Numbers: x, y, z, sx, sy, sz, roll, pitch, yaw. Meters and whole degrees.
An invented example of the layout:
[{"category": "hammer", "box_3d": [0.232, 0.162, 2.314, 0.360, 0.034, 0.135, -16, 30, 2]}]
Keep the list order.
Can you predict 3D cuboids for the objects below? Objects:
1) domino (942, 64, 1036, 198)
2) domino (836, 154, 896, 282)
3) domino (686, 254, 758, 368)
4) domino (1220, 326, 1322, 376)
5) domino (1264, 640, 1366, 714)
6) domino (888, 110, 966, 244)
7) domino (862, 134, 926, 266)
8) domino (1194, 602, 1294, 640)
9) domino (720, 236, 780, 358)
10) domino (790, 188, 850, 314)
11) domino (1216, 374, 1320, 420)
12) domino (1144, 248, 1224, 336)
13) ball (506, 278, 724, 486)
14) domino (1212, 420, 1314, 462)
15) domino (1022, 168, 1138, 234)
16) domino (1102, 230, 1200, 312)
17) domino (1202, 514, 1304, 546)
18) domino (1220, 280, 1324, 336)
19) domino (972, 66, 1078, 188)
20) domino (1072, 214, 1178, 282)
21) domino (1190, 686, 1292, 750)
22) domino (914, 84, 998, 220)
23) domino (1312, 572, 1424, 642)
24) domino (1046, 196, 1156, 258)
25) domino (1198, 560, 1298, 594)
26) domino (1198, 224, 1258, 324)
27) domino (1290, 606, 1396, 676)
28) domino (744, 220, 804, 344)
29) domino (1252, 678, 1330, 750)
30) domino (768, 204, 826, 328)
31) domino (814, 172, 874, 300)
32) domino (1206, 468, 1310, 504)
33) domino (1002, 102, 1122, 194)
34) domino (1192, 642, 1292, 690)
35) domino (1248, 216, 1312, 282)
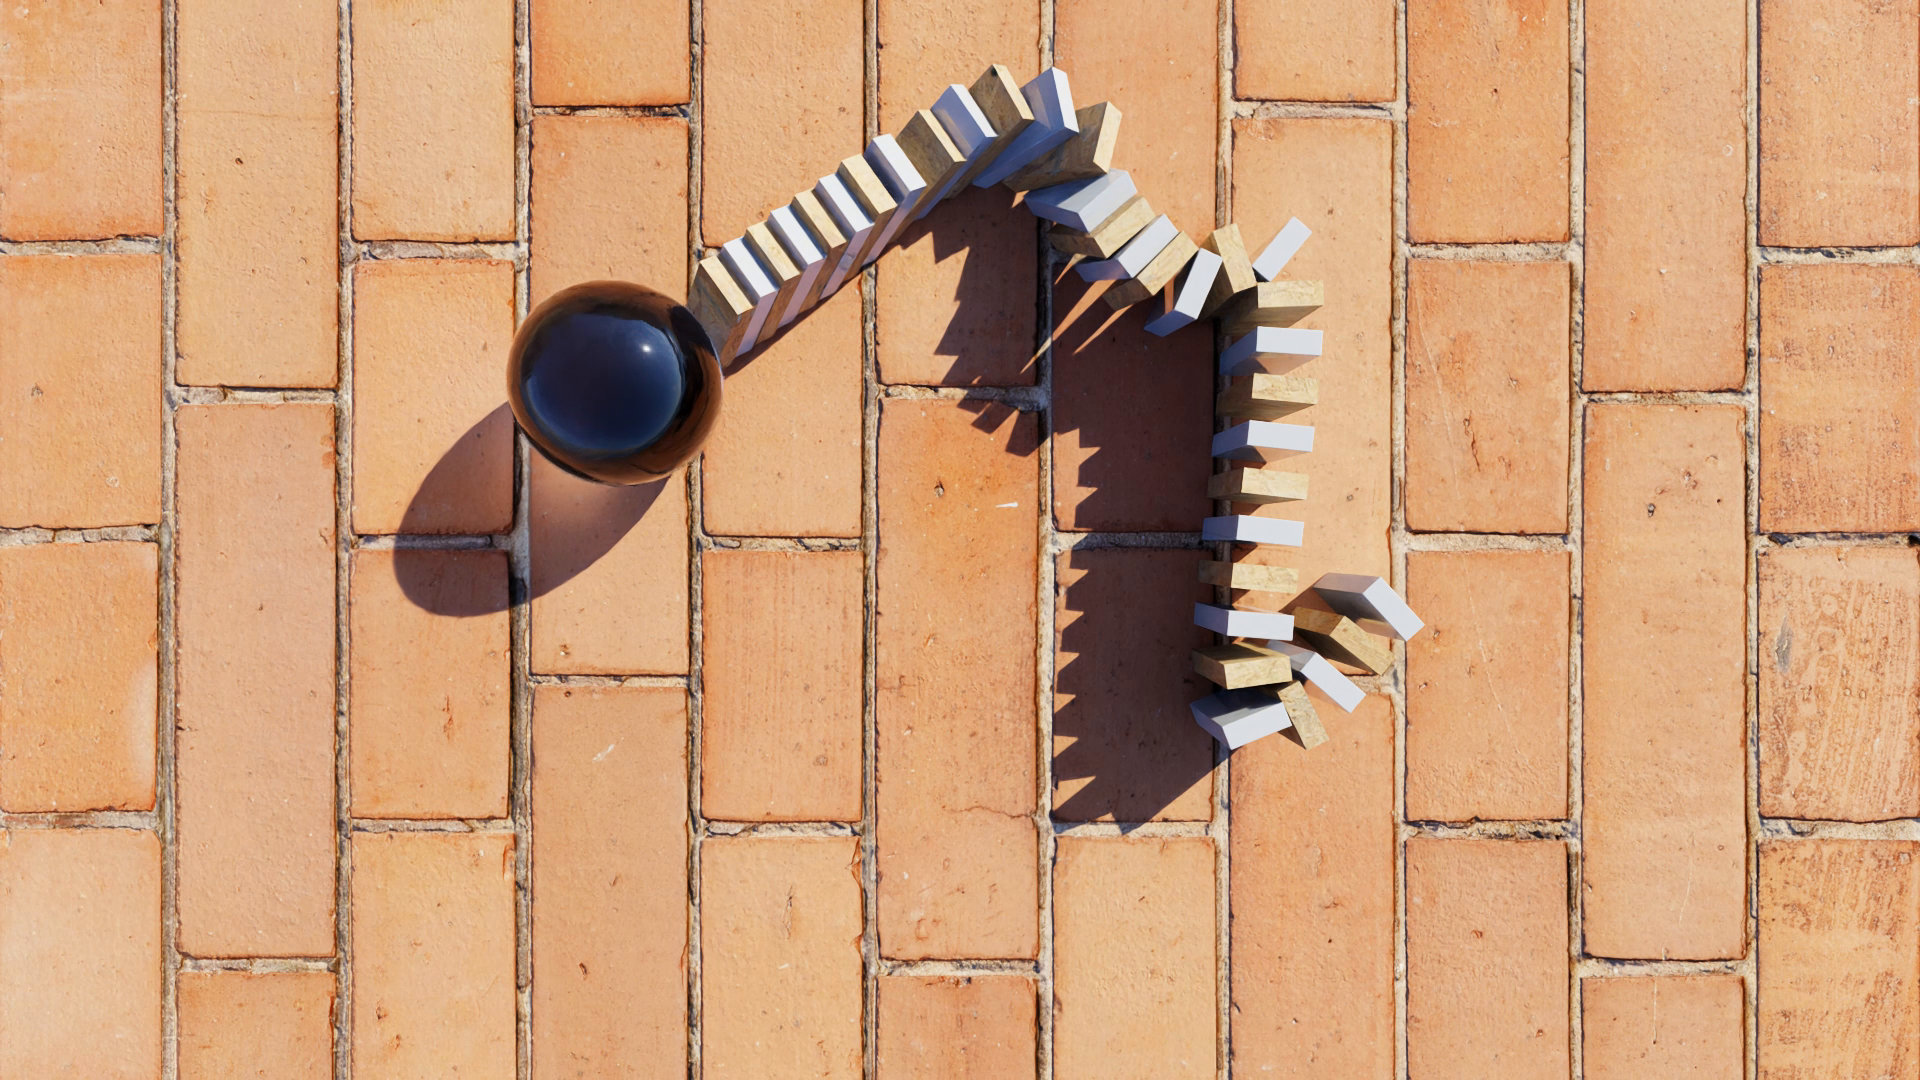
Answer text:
[{"category": "domino", "box_3d": [0.005, -0.168, 0.380, 0.050, 0.010, 0.025, -30, 87, 40]}, {"category": "domino", "box_3d": [-0.046, -0.131, 0.376, 0.010, 0.050, 0.025, -36, 90, -32]}, {"category": "domino", "box_3d": [-0.100, -0.092, 0.376, 0.010, 0.050, 0.025, -36, 90, -31]}, {"category": "domino", "box_3d": [0.126, -0.076, 0.375, 0.025, 0.050, 0.009, 4, 90, 0]}, {"category": "domino", "box_3d": [0.143, 0.055, 0.375, 0.025, 0.050, 0.010, 40, 90, 0]}, {"category": "domino", "box_3d": [-0.023, -0.150, 0.381, 0.050, 0.009, 0.025, -36, 90, 39]}, {"category": "domino", "box_3d": [-0.035, -0.139, 0.377, 0.010, 0.050, 0.025, -36, 90, -36]}, {"category": "domino", "box_3d": [0.115, 0.033, 0.375, 0.025, 0.050, 0.010, 5, 90, 0]}, {"category": "domino", "box_3d": [-0.091, -0.098, 0.376, 0.009, 0.050, 0.025, -36, 90, -31]}, {"category": "domino", "box_3d": [-0.064, -0.117, 0.376, 0.009, 0.050, 0.025, -36, 90, -31]}, {"category": "domino", "box_3d": [0.124, -0.058, 0.375, 0.025, 0.050, 0.009, 5, 90, 0]}, {"category": "domino", "box_3d": [0.090, -0.100, 0.374, 0.010, 0.050, 0.025, 23, 94, -4]}, {"category": "ball", "box_3d": [-0.134, -0.061, 0.360, 0.080, 0.080, 0.080, 0, 90, 0]}, {"category": "domino", "box_3d": [0.123, -0.040, 0.375, 0.025, 0.050, 0.009, 6, 90, 0]}, {"category": "domino", "box_3d": [0.048, -0.142, 0.377, 0.025, 0.050, 0.009, -40, 125, 0]}, {"category": "domino", "box_3d": [0.076, -0.109, 0.375, 0.009, 0.050, 0.025, 45, 90, -10]}, {"category": "domino", "box_3d": [0.118, -0.003, 0.375, 0.025, 0.050, 0.010, 6, 90, 0]}, {"category": "domino", "box_3d": [0.126, -0.094, 0.375, 0.025, 0.050, 0.009, -2, 90, 0]}, {"category": "domino", "box_3d": [0.024, -0.169, 0.379, 0.050, 0.009, 0.025, -15, 85, 42]}, {"category": "domino", "box_3d": [0.066, -0.119, 0.375, 0.025, 0.050, 0.009, -44, 109, 0]}, {"category": "domino", "box_3d": [0.113, 0.071, 0.375, 0.025, 0.050, 0.009, -22, 90, 0]}, {"category": "domino", "box_3d": [-0.010, -0.160, 0.380, 0.050, 0.009, 0.025, -35, 90, 40]}, {"category": "domino", "box_3d": [0.166, 0.026, 0.375, 0.010, 0.050, 0.025, -43, 90, 0]}, {"category": "domino", "box_3d": [0.056, -0.129, 0.376, 0.025, 0.050, 0.010, -40, 117, 0]}, {"category": "domino", "box_3d": [0.117, 0.015, 0.375, 0.025, 0.050, 0.009, 6, 90, 0]}, {"category": "domino", "box_3d": [0.105, -0.108, 0.375, 0.010, 0.050, 0.025, -19, 90, -1]}, {"category": "domino", "box_3d": [0.154, 0.040, 0.375, 0.025, 0.050, 0.009, 38, 90, 0]}, {"category": "domino", "box_3d": [-0.082, -0.104, 0.376, 0.009, 0.050, 0.025, -36, 89, -31]}, {"category": "domino", "box_3d": [0.131, 0.067, 0.375, 0.010, 0.050, 0.025, -27, 90, 0]}, {"category": "domino", "box_3d": [-0.073, -0.111, 0.376, 0.009, 0.050, 0.025, -36, 90, -31]}, {"category": "domino", "box_3d": [-0.054, -0.123, 0.376, 0.009, 0.050, 0.025, -36, 90, -31]}, {"category": "domino", "box_3d": [0.121, -0.022, 0.375, 0.025, 0.050, 0.010, 6, 90, 0]}, {"category": "domino", "box_3d": [0.041, -0.161, 0.378, 0.009, 0.050, 0.025, 17, 85, -43]}, {"category": "domino", "box_3d": [0.114, 0.051, 0.375, 0.025, 0.050, 0.009, -8, 90, 0]}, {"category": "domino", "box_3d": [0.123, -0.111, 0.375, 0.009, 0.050, 0.025, 40, 90, -1]}]
